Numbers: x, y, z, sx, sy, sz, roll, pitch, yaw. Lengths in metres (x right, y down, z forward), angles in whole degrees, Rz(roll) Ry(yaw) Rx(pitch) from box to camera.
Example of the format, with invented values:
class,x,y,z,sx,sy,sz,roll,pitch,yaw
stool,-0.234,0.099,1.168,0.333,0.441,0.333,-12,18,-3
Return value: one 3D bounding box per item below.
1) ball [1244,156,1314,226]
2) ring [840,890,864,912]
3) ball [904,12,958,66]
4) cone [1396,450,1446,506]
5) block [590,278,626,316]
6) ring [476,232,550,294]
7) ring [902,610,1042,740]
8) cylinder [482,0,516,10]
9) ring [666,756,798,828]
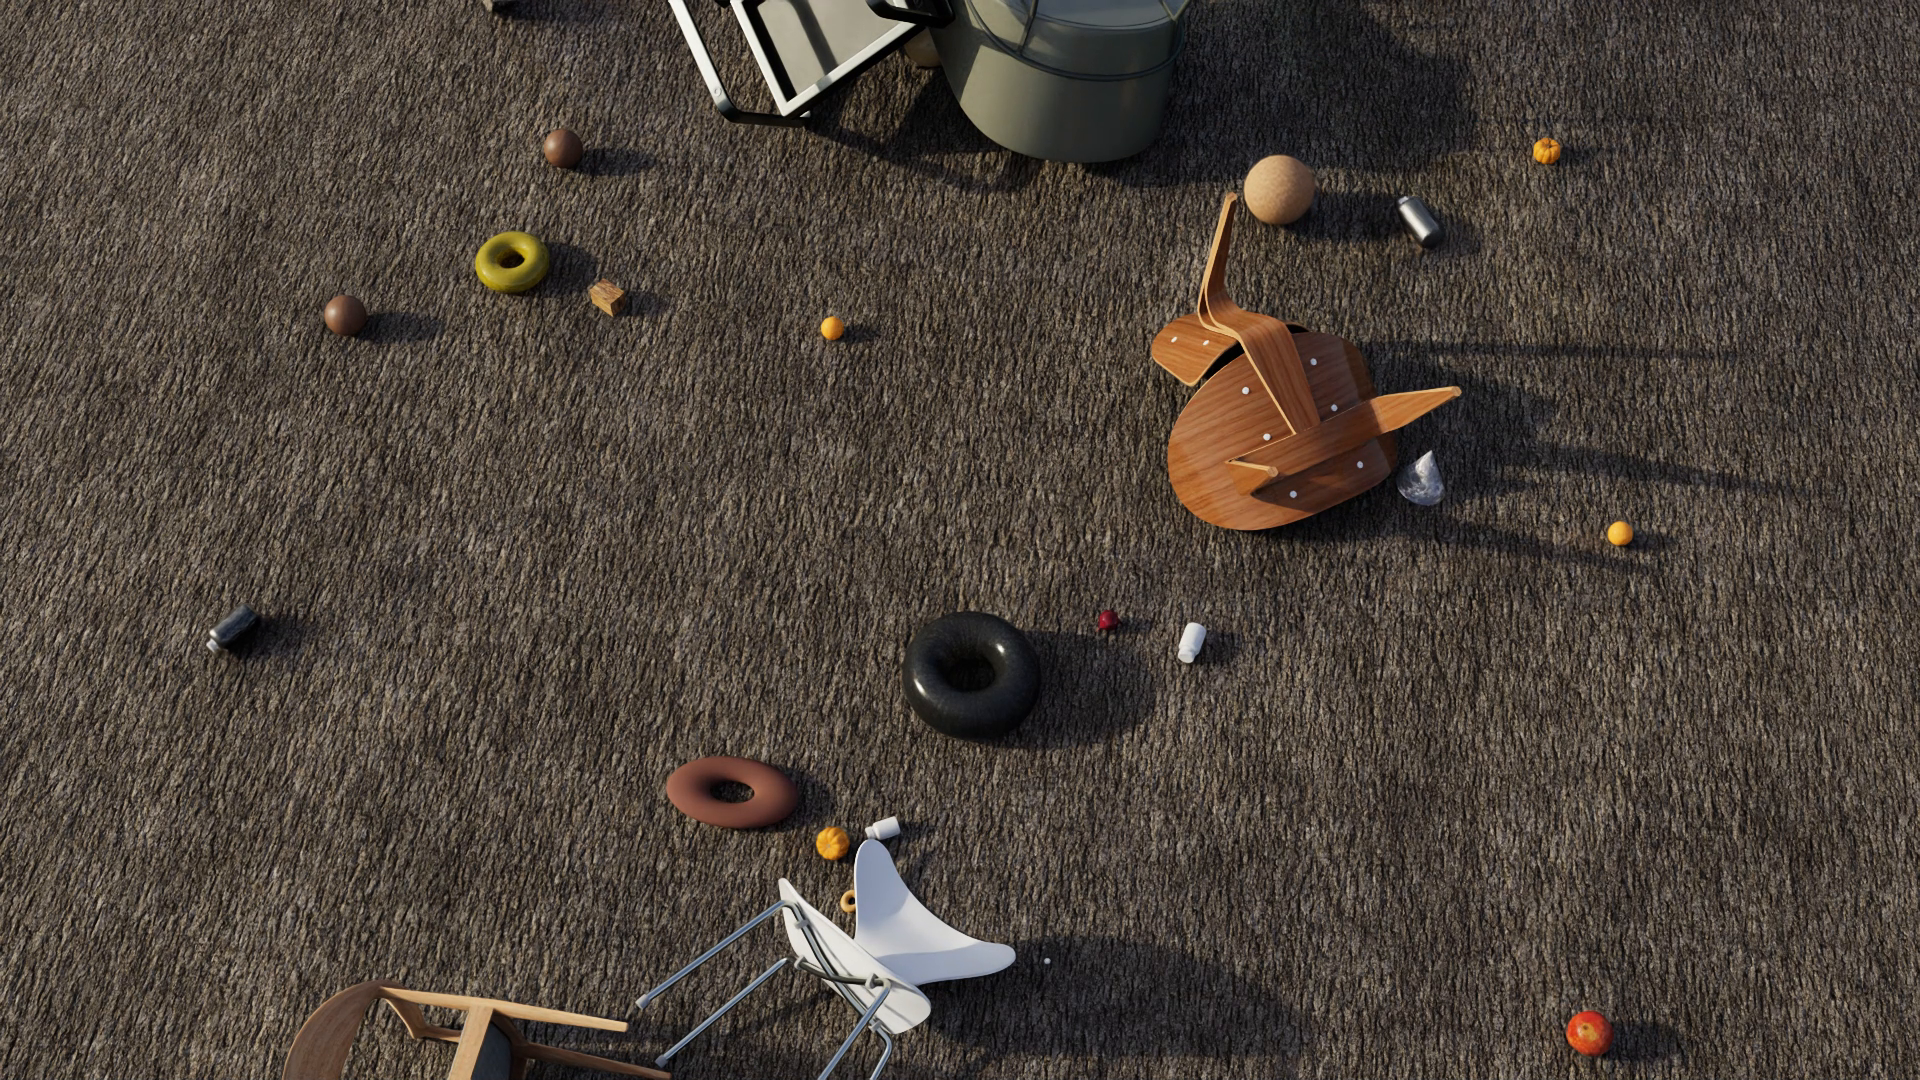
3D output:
class,x,y,z,sx,sy,sz,roll,pitch,yaw
ball,1.046,-1.146,7.206,0.228,0.228,0.228,0,56,0
ring,-0.289,0.971,5.910,0.061,0.021,0.068,28,61,19
ball,-0.104,-1.737,7.626,0.188,0.188,0.188,0,56,0
cone,1.401,-0.216,6.607,0.157,0.185,0.133,37,64,22
block,-1.129,-0.778,7.058,0.092,0.063,0.064,35,63,21
ring,-1.452,-0.902,7.132,0.240,0.080,0.242,-3,55,-1
ring,0.033,0.382,6.221,0.402,0.165,0.387,36,65,23
cylinder,-1.639,-1.966,7.774,0.105,0.201,0.135,-27,77,-17
ring,-0.628,0.696,6.072,0.370,0.059,0.217,7,56,4
